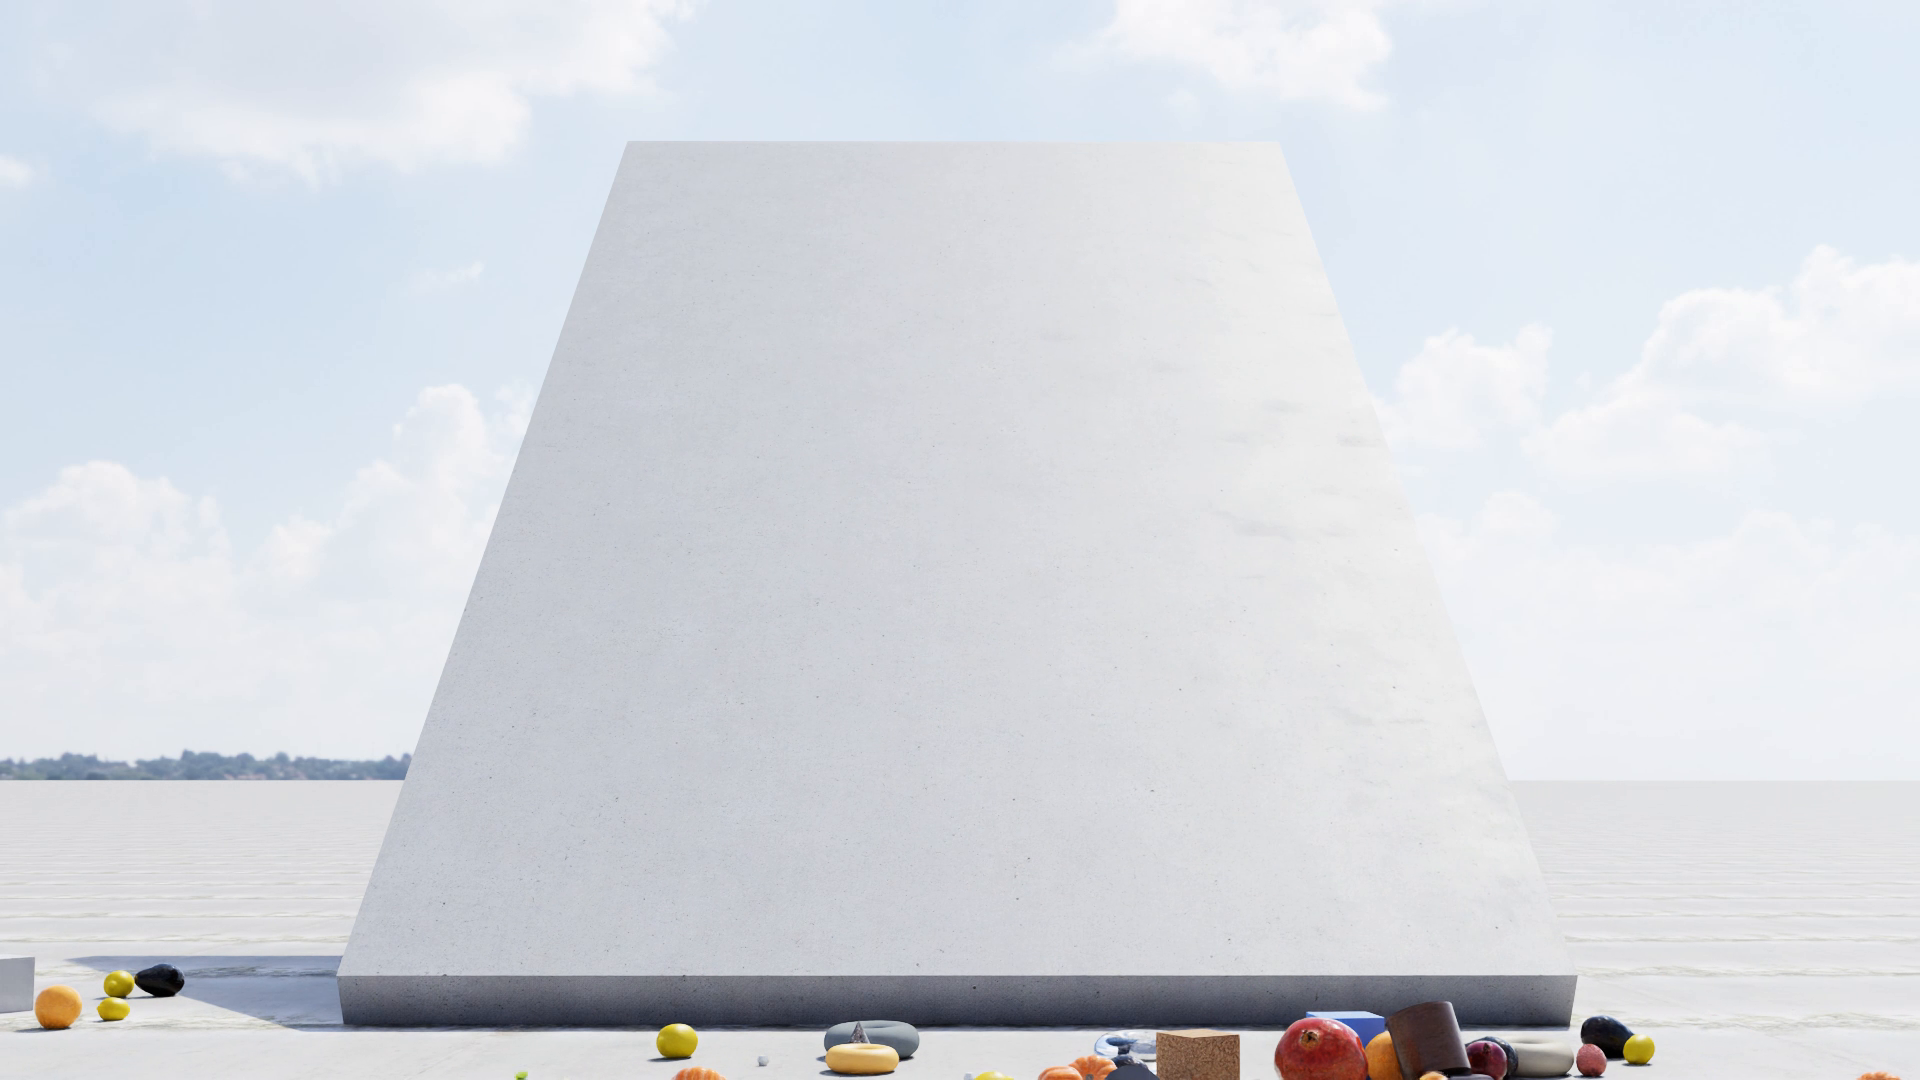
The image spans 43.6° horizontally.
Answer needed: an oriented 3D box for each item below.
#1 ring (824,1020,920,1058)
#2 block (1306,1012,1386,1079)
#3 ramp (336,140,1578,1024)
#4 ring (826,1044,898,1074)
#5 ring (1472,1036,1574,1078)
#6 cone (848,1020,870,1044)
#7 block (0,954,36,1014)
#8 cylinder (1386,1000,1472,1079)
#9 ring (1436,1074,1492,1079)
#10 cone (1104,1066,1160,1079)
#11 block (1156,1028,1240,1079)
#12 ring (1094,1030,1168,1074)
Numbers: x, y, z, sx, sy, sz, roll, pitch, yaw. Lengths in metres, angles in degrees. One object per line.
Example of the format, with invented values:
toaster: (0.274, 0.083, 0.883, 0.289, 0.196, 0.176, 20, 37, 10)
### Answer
ring: (-0.127, 0.721, 3.453, 0.139, 0.046, 0.139, -1, -5, 0)
block: (0.516, 0.678, 3.210, 0.084, 0.084, 0.084, 1, -6, -7)
ramp: (-0.012, -0.218, 5.638, 2.000, 0.100, 4.000, 0, 29, 0)
ring: (-0.134, 0.711, 3.286, 0.101, 0.034, 0.101, 1, -5, 0)
ring: (0.768, 0.704, 3.269, 0.136, 0.045, 0.136, 1, -4, 0)
cone: (-0.142, 0.704, 3.362, 0.061, 0.061, 0.061, 0, -6, 0)
block: (-1.660, 0.764, 4.125, 0.092, 0.092, 0.092, -4, -7, 38)
cylinder: (0.601, 0.648, 3.073, 0.088, 0.088, 0.088, -10, -28, -5)
ring: (0.636, 0.689, 3.025, 0.078, 0.026, 0.078, -2, -10, 0)
cone: (0.189, 0.657, 2.748, 0.083, 0.083, 0.083, 1, -32, -14)
block: (0.303, 0.667, 3.056, 0.076, 0.076, 0.076, 3, -7, -31)
ring: (0.257, 0.705, 3.298, 0.147, 0.049, 0.147, 1, -4, 0)
